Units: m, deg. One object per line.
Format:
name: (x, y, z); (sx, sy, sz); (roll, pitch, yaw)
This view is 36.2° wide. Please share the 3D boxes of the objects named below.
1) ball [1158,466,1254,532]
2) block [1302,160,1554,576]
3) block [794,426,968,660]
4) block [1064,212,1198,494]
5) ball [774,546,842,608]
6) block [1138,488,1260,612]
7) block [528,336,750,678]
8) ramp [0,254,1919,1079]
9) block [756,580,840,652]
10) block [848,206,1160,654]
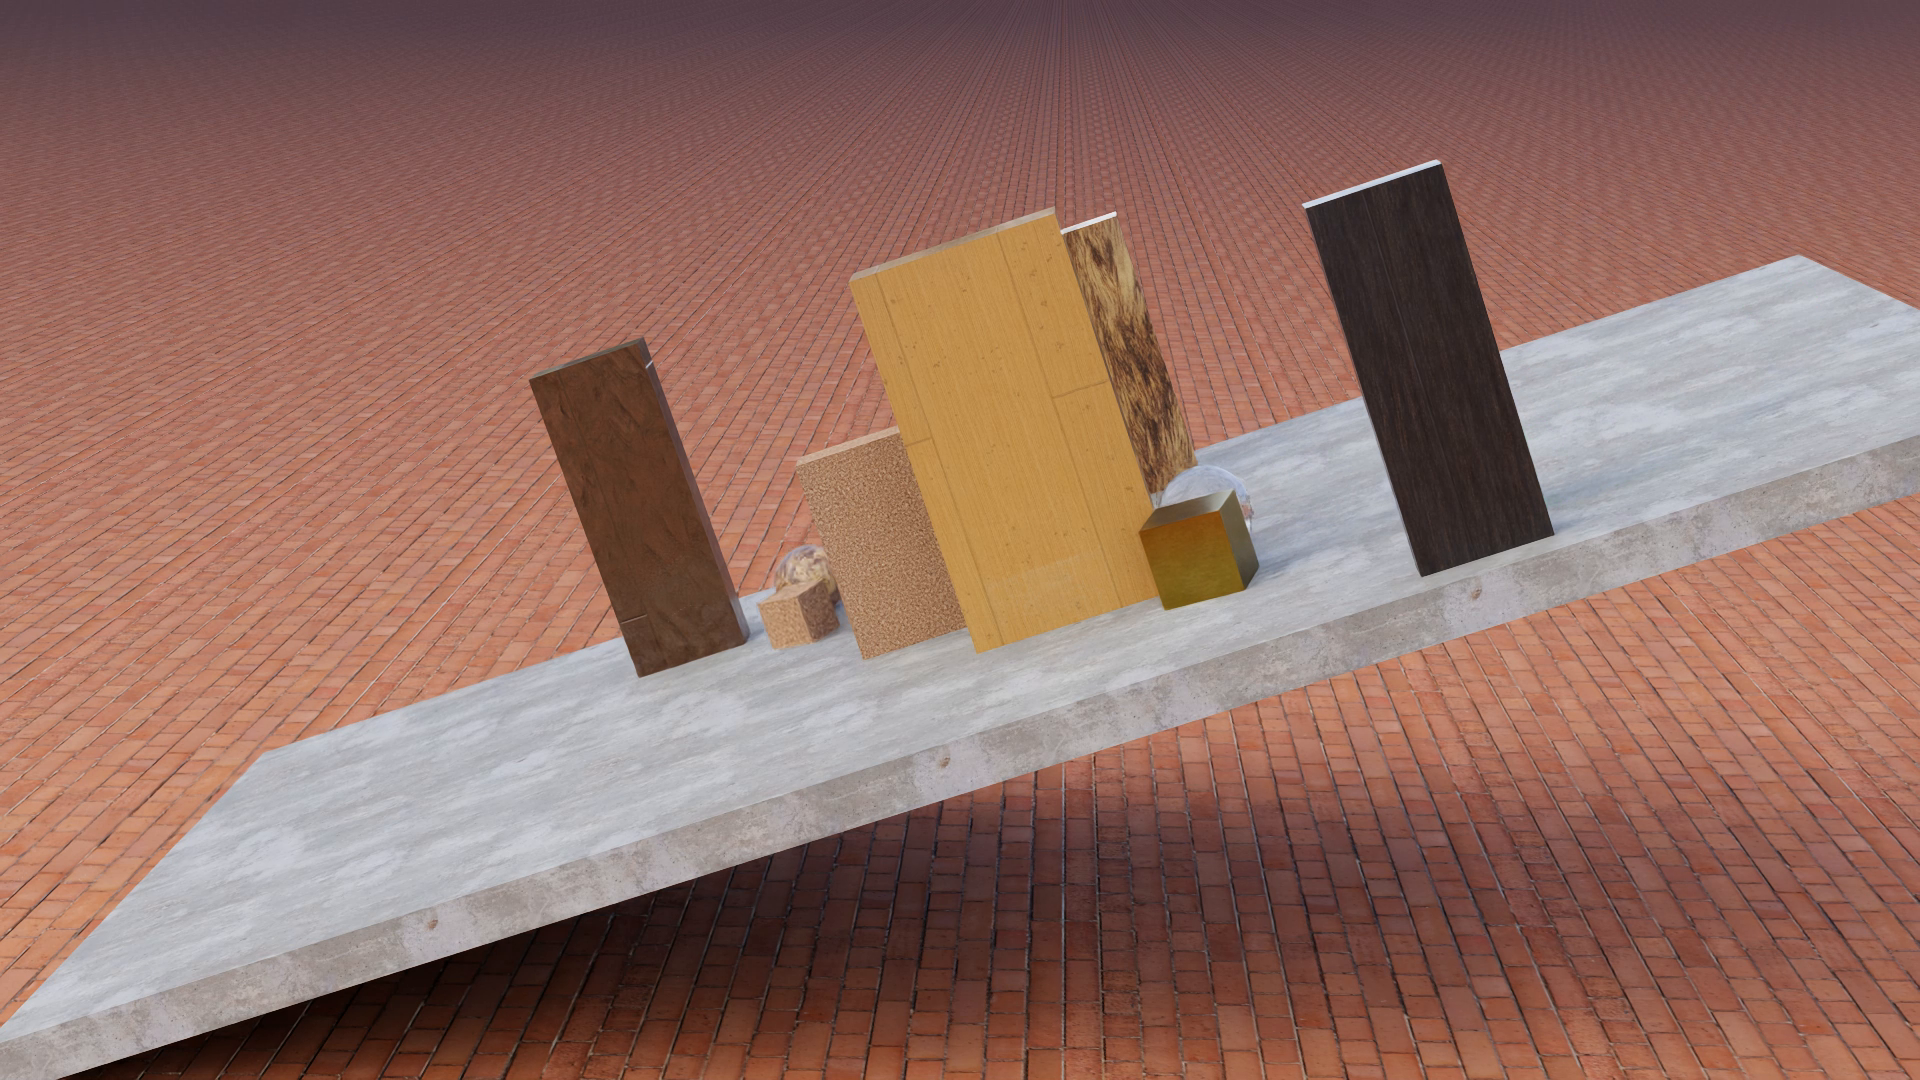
ball: (0.502, -0.056, 6.013); (0.194, 0.194, 0.194); (0, 12, 0)
block: (0.844, -0.306, 5.300); (0.251, 0.705, 0.081); (-18, 11, 6)
block: (-0.078, -0.023, 6.195); (0.410, 0.438, 0.107); (-18, 11, 6)
block: (0.296, -0.401, 6.885); (0.356, 0.644, 0.106); (-18, 11, 6)
ball: (-0.346, 0.095, 6.798); (0.166, 0.166, 0.166); (0, 12, 0)
block: (0.471, 0.018, 5.773); (0.167, 0.167, 0.167); (-15, 11, 19)
block: (-0.734, -0.073, 6.775); (0.263, 0.735, 0.109); (-18, 11, 6)
ramp: (0.106, 0.181, 6.306); (4.000, 0.100, 2.000); (-18, 11, 6)
block: (-0.362, 0.169, 6.596); (0.114, 0.114, 0.114); (-12, 13, 34)
block: (0.112, -0.219, 5.894); (0.426, 0.791, 0.147); (-18, 11, 6)
